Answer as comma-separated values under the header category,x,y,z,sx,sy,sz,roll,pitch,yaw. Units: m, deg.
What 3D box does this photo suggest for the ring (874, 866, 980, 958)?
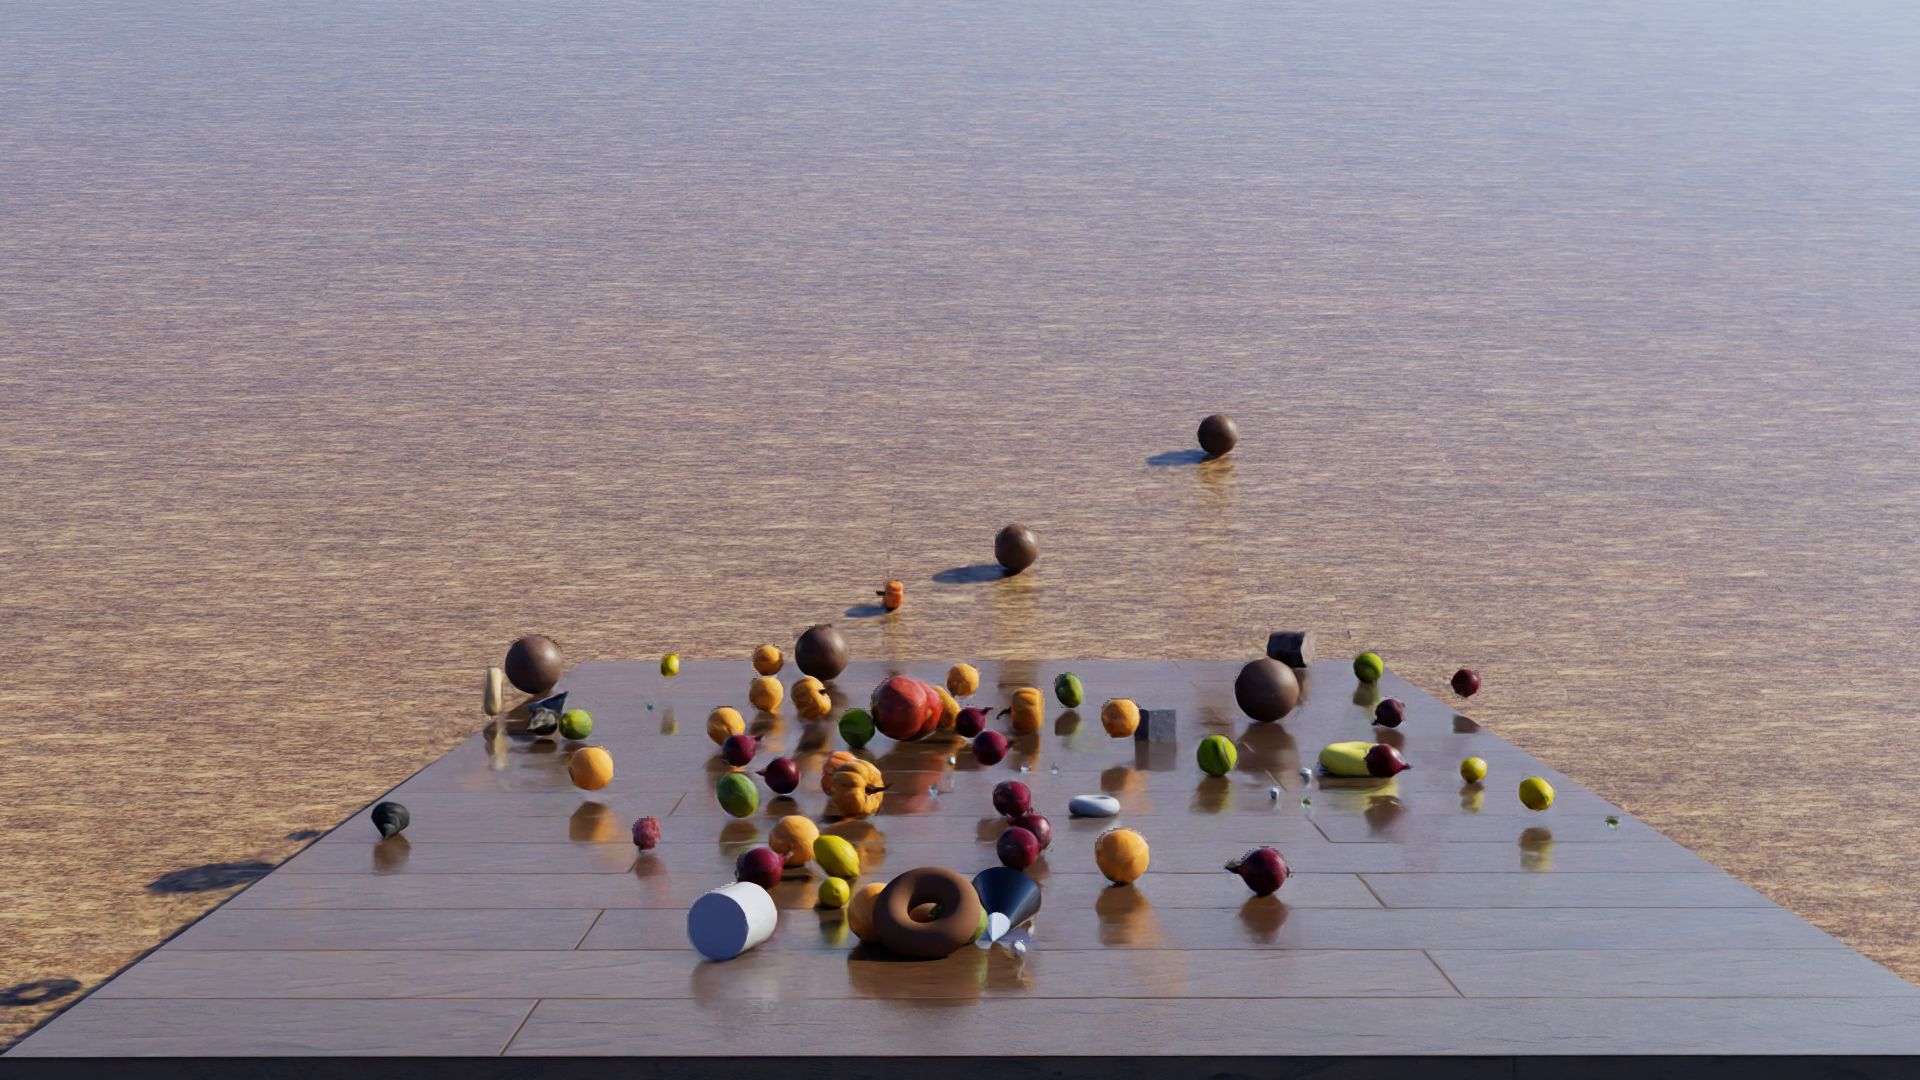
category,x,y,z,sx,sy,sz,roll,pitch,yaw
ring,-0.039,0.438,3.020,0.128,0.043,0.128,-5,42,5

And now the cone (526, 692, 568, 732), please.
category,x,y,z,sx,sy,sz,roll,pitch,yaw
cone,-0.801,0.325,5.082,0.077,0.077,0.077,-44,30,-1

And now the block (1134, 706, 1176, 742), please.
category,x,y,z,sx,sy,sz,roll,pitch,yaw
block,0.378,0.355,4.977,0.059,0.059,0.059,-1,3,-23

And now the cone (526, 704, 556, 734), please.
category,x,y,z,sx,sy,sz,roll,pitch,yaw
cone,-0.823,0.359,4.973,0.061,0.061,0.061,11,30,25

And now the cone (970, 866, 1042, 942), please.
category,x,y,z,sx,sy,sz,roll,pitch,yaw
cone,0.048,0.459,3.115,0.090,0.090,0.090,4,30,10

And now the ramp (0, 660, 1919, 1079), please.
category,x,y,z,sx,sy,sz,roll,pitch,yaw
ramp,0.051,0.457,4.533,2.000,0.100,4.000,0,3,0

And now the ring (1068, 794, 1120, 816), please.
category,x,y,z,sx,sy,sz,roll,pitch,yaw
ring,0.211,0.418,4.046,0.081,0.027,0.081,1,2,0

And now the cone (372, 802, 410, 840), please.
category,x,y,z,sx,sy,sz,roll,pitch,yaw
cone,-0.853,0.430,3.836,0.057,0.057,0.057,-1,30,-3

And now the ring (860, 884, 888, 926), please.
category,x,y,z,sx,sy,sz,roll,pitch,yaw
ring,-0.052,0.453,3.171,0.144,0.048,0.144,0,2,0

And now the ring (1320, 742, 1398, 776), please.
category,x,y,z,sx,sy,sz,roll,pitch,yaw
ring,0.701,0.385,4.518,0.137,0.046,0.137,0,4,0

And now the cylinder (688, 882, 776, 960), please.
category,x,y,z,sx,sy,sz,roll,pitch,yaw
cylinder,-0.266,0.445,3.011,0.078,0.078,0.078,8,6,20
